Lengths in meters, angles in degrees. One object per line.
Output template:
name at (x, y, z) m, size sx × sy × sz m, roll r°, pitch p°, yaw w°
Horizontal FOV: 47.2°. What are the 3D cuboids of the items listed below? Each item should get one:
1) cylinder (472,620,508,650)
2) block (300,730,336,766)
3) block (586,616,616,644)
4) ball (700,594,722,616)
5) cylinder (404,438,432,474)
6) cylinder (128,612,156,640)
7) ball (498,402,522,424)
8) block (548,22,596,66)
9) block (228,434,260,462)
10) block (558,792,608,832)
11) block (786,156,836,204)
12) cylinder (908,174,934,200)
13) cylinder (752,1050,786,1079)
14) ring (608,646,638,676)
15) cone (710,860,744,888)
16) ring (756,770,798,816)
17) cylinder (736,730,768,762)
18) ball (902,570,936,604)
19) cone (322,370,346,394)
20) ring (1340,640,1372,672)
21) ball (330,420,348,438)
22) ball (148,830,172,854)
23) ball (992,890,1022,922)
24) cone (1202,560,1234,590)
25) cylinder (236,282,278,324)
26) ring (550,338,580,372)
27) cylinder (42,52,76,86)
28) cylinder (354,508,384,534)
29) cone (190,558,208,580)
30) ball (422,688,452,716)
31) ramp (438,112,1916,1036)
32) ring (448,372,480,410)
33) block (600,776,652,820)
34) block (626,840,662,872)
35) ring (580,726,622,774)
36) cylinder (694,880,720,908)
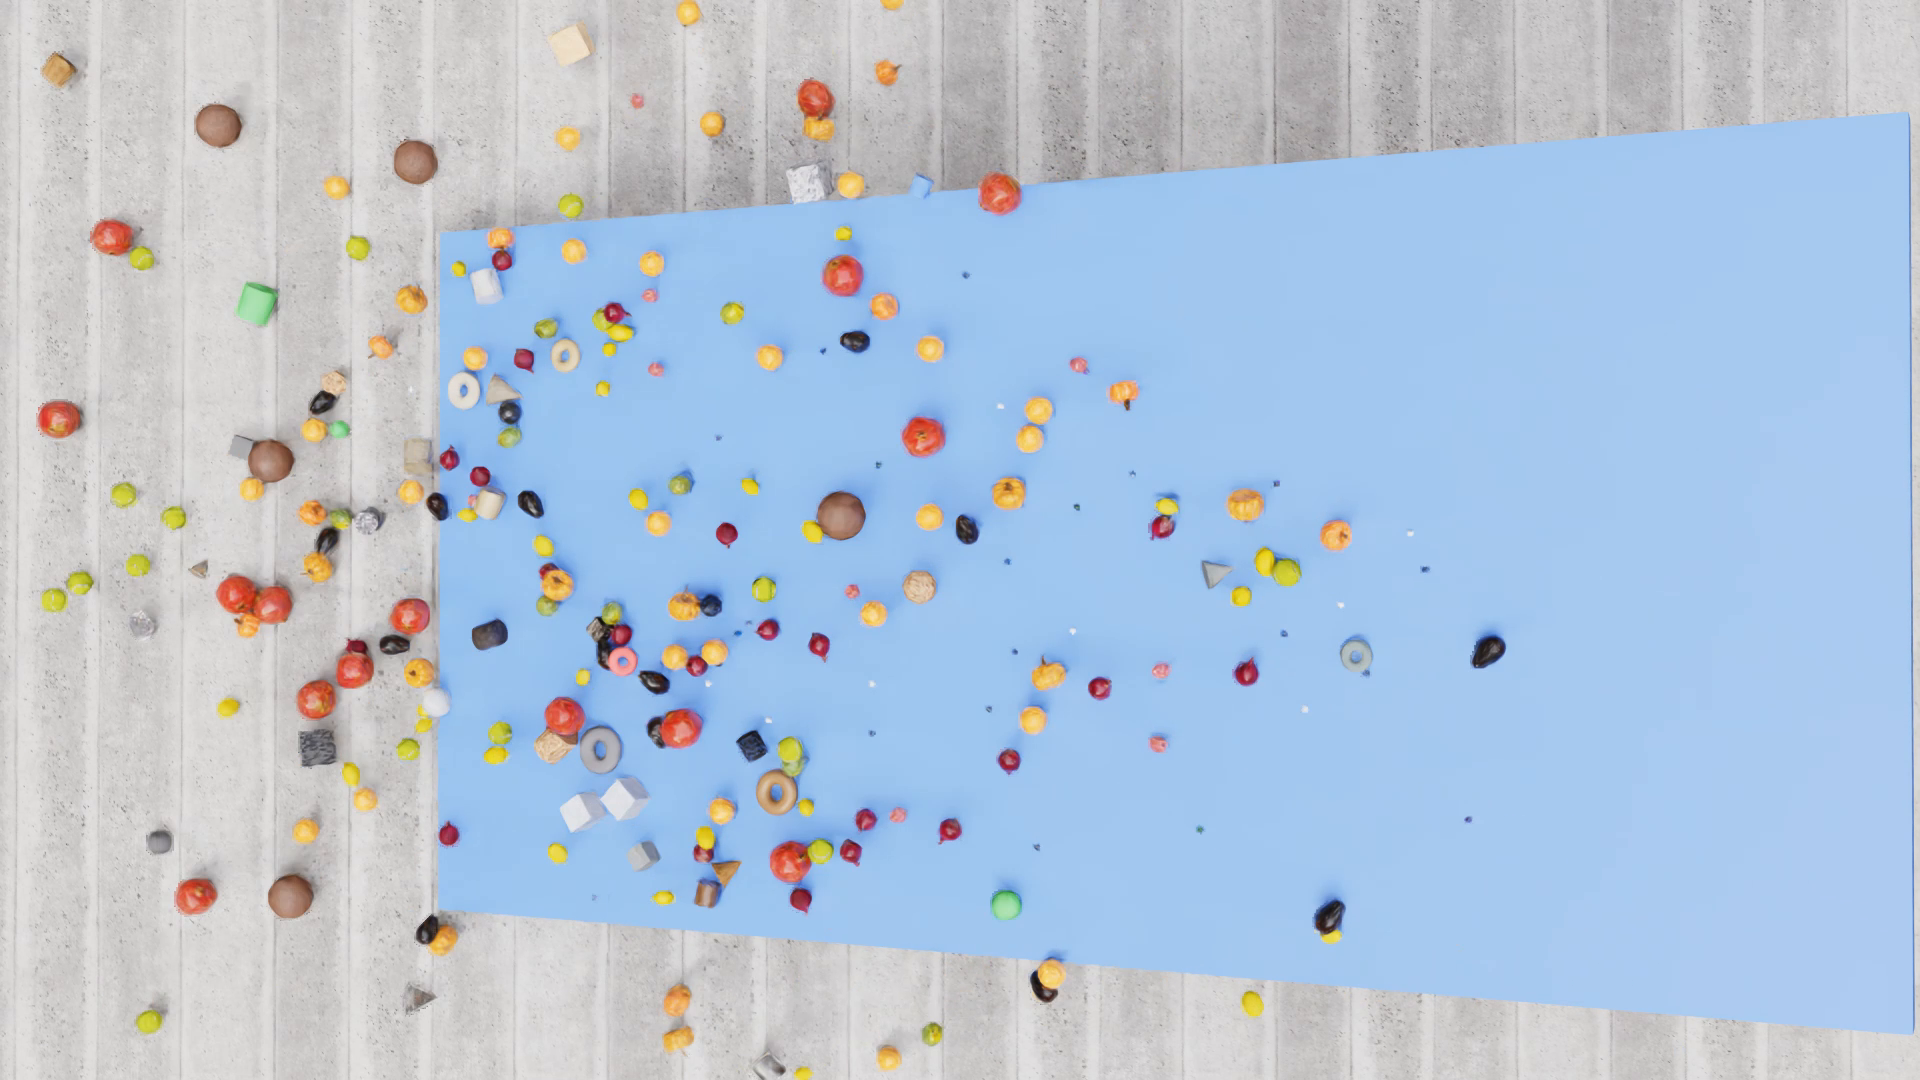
cylinder at (-1.363, 0.276, 6.377) m, size 0.075 × 0.075 × 0.075 m, roll -17°, pitch 89°, yaw 25°
block at (-1.907, 0.618, 6.530) m, size 0.096 × 0.096 × 0.096 m, roll -5°, pitch 89°, yaw -18°
block at (-1.017, 0.254, 6.222) m, size 0.052 × 0.052 × 0.052 m, roll 47°, pitch 108°, yaw 19°
ball at (-0.684, 0.181, 6.052) m, size 0.062 × 0.062 × 0.062 m, roll 0°, pitch 89°, yaw 0°
cylinder at (-1.596, -0.249, 6.478) m, size 0.081 × 0.081 × 0.081 m, roll -6°, pitch 68°, yaw 0°
cylinder at (-2.436, 0.255, 6.548) m, size 0.061 × 0.061 × 0.061 m, roll 0°, pitch 55°, yaw 0°
ball at (-1.302, -0.368, 6.359) m, size 0.066 × 0.066 × 0.066 m, roll 0°, pitch 89°, yaw 0°
block at (-1.150, -1.470, 6.518) m, size 0.095 × 0.095 × 0.095 m, roll -21°, pitch 107°, yaw 10°
block at (-2.138, -0.273, 6.570) m, size 0.062 × 0.062 × 0.062 m, roll 19°, pitch 89°, yaw 0°
block at (-1.067, 0.769, 6.225) m, size 0.080 × 0.080 × 0.080 m, roll -37°, pitch 74°, yaw 21°
block at (-0.405, -0.979, 5.983) m, size 0.094 × 0.094 × 0.094 m, roll -7°, pitch 110°, yaw 21°
cylinder at (-0.102, -0.930, 5.790) m, size 0.052 × 0.052 × 0.052 m, roll 26°, pitch 105°, yaw 0°
cylinder at (-0.569, 1.573, 6.542) m, size 0.076 × 0.076 × 0.076 m, roll -42°, pitch 90°, yaw 0°
ring at (-0.947, 0.342, 6.179) m, size 0.083 × 0.028 × 0.083 m, roll 2°, pitch 84°, yaw -24°
cone at (-0.630, 0.900, 6.036) m, size 0.079 × 0.079 × 0.079 m, roll -30°, pitch 89°, yaw -5°
ring at (-0.497, 0.685, 5.971) m, size 0.127 × 0.042 × 0.127 m, roll -1°, pitch 87°, yaw 26°
cylinder at (-0.566, 0.562, 5.992) m, size 0.065 × 0.065 × 0.065 m, roll -32°, pitch 75°, yaw 0°
ball at (-0.105, 0.123, 5.760) m, size 0.090 × 0.090 × 0.090 m, roll 0°, pitch 89°, yaw 0°
cone at (-1.866, -0.488, 6.570) m, size 0.074 × 0.074 × 0.074 m, roll -4°, pitch 127°, yaw -5°
ring at (0.952, 0.277, 5.281) m, size 0.079 × 0.026 × 0.079 m, roll 0°, pitch 91°, yaw 25°
ball at (-1.855, -0.329, 6.574) m, size 0.054 × 0.054 × 0.054 m, roll 0°, pitch 89°, yaw 0°
ball at (-2.384, 0.902, 6.552) m, size 0.070 × 0.070 × 0.070 m, roll 0°, pitch 89°, yaw 0°
ball at (0.119, 0.939, 5.649) m, size 0.078 × 0.078 × 0.078 m, roll 0°, pitch 89°, yaw 0°
cone at (0.644, 0.077, 5.428) m, size 0.077 × 0.077 × 0.077 m, roll -15°, pitch 89°, yaw -2°
cylinder at (-2.092, -0.704, 6.542) m, size 0.098 × 0.098 × 0.098 m, roll 23°, pitch 101°, yaw 0°
ring at (-1.129, -0.528, 6.296) m, size 0.099 × 0.033 × 0.099 m, roll 0°, pitch 91°, yaw 26°
cylinder at (-2.686, -1.401, 6.554) m, size 0.070 × 0.070 × 0.070 m, roll 42°, pitch 91°, yaw 0°
cylinder at (-1.757, -0.057, 6.541) m, size 0.069 × 0.069 × 0.069 m, roll 1°, pitch 103°, yaw 3°
cone at (-2.267, 0.079, 6.583) m, size 0.058 × 0.058 × 0.058 m, roll 24°, pitch 62°, yaw 0°
ball at (-1.535, 0.475, 6.451) m, size 0.087 × 0.087 × 0.087 m, roll 0°, pitch 89°, yaw 0°
ramp at (0.281, 0.081, 5.679) m, size 4.000 × 0.100 × 2.000 m, roll 0°, pitch 89°, yaw 26°
ring at (-1.454, -0.438, 6.450) m, size 0.113 × 0.038 × 0.113 m, roll 0°, pitch 91°, yaw 27°
block at (-0.935, 0.724, 6.160) m, size 0.083 × 0.083 × 0.083 m, roll 47°, pitch 108°, yaw 19°
block at (-0.885, 0.883, 6.146) m, size 0.060 × 0.060 × 0.060 m, roll -37°, pitch 74°, yaw 21°
ring at (-1.017, 0.594, 6.222) m, size 0.139 × 0.046 × 0.139 m, roll 0°, pitch 89°, yaw 27°
cylinder at (-0.697, 0.973, 6.052) m, size 0.062 × 0.062 × 0.062 m, roll 12°, pitch 94°, yaw 0°
